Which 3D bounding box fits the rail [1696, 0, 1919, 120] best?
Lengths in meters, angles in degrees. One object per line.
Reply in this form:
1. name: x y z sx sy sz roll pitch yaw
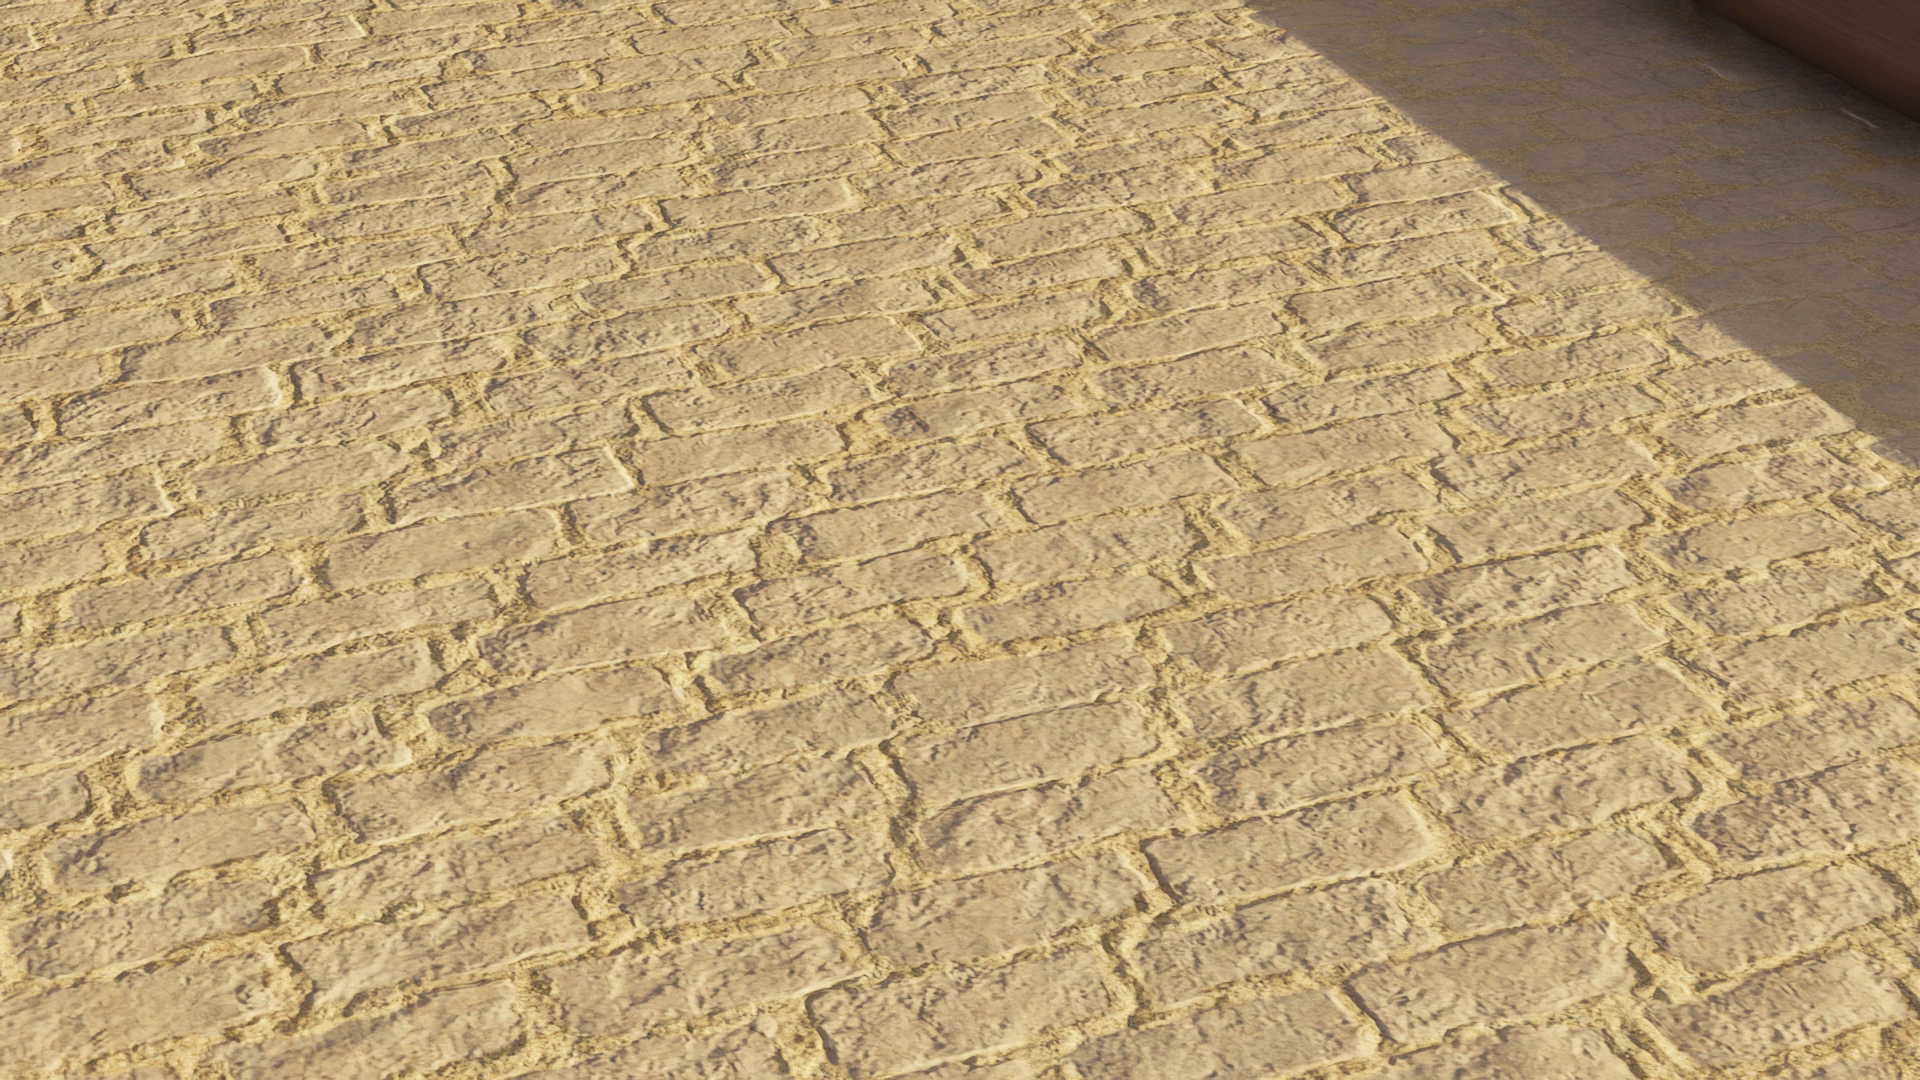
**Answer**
1. rail: 0.669 -0.617 2.934 0.045 0.113 3.791 -10 30 -18
